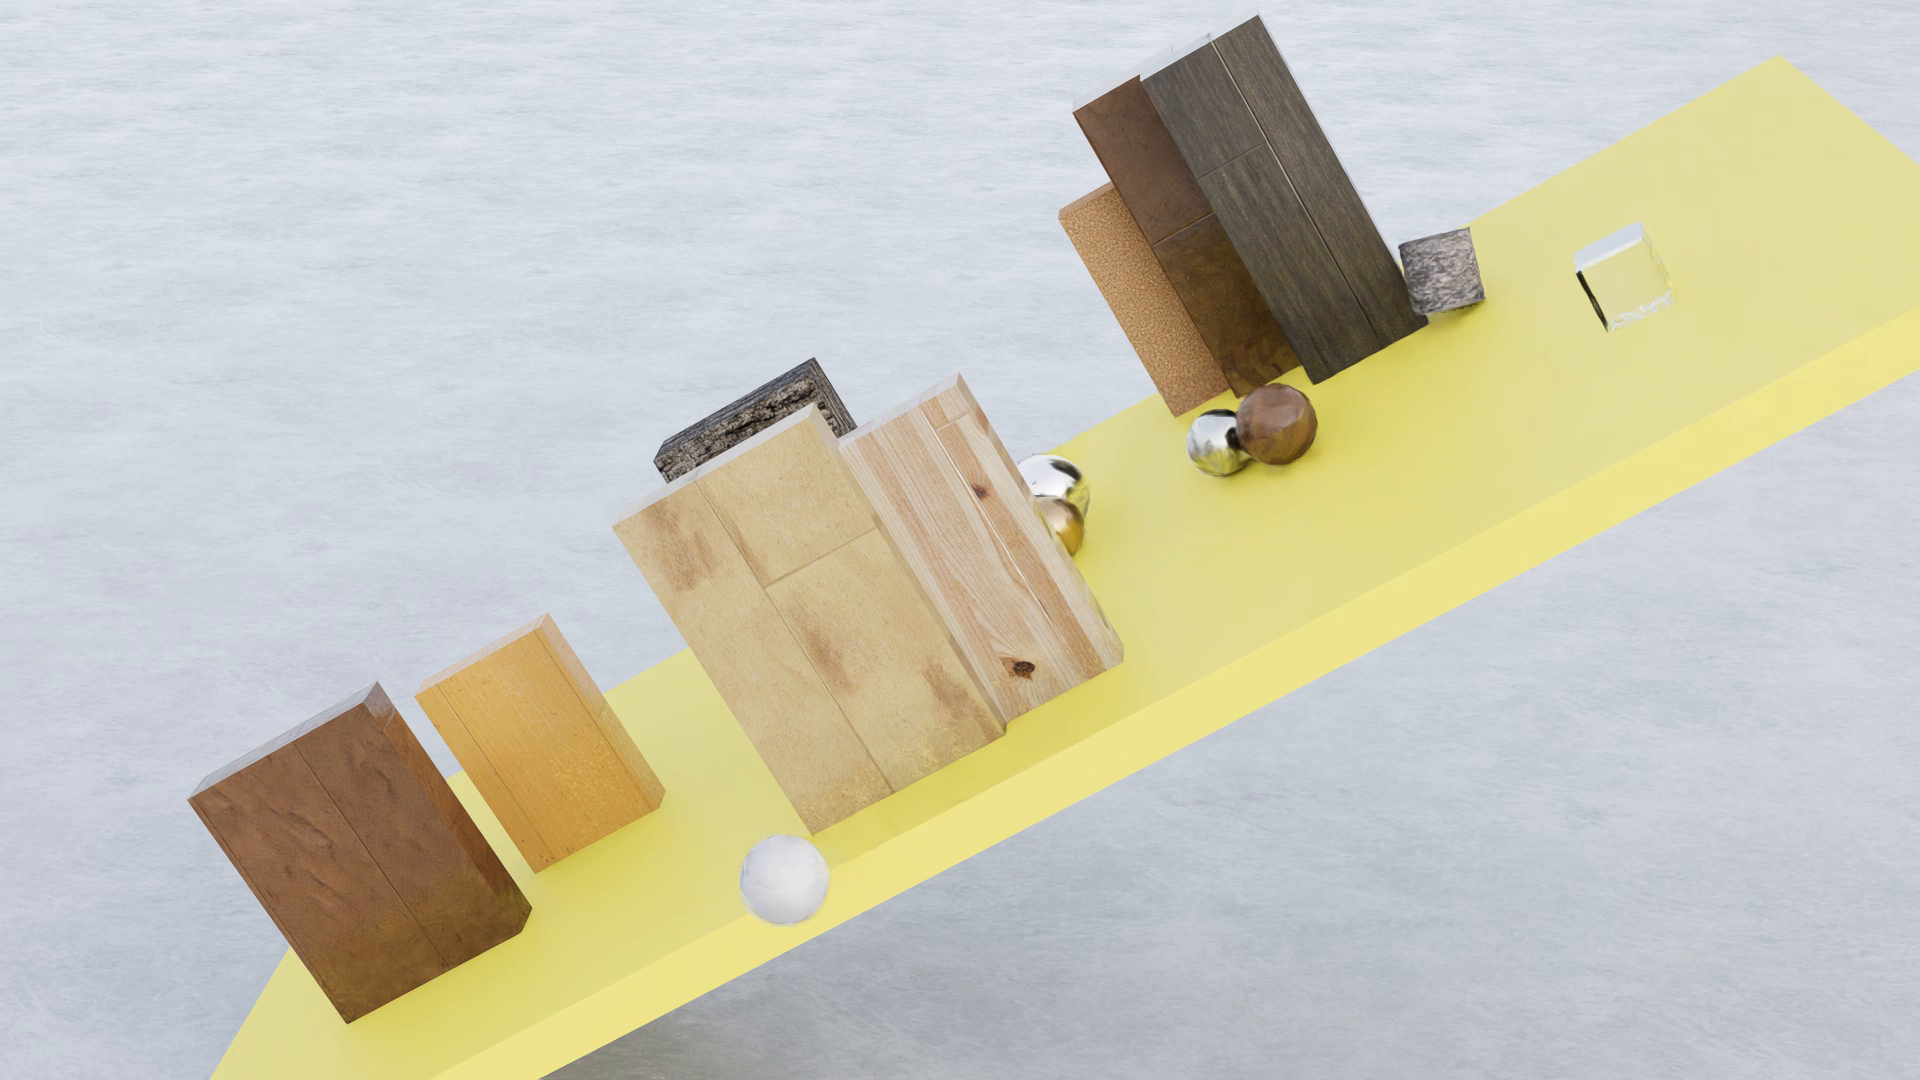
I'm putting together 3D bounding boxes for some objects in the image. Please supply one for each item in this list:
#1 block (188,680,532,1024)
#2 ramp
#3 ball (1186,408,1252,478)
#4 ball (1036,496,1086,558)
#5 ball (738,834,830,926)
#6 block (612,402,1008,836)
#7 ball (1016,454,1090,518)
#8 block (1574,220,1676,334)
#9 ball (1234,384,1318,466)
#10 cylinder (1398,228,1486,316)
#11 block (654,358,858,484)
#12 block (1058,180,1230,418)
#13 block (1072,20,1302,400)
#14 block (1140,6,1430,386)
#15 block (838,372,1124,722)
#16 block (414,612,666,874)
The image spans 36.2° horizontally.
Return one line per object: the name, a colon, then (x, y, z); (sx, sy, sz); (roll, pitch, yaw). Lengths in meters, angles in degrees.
block: (-1.242, 0.654, 6.111); (0.443, 0.588, 0.117); (-28, 15, 12)
ramp: (0.142, 0.168, 6.285); (4.000, 0.100, 2.000); (-28, 15, 12)
ball: (0.549, -0.205, 6.202); (0.145, 0.145, 0.145); (0, 19, 0)
ball: (0.193, -0.021, 6.306); (0.150, 0.150, 0.150); (0, 19, 0)
ball: (-0.317, 0.614, 5.315); (0.164, 0.164, 0.164); (0, 19, 0)
block: (-0.277, 0.155, 5.541); (0.429, 0.716, 0.102); (-28, 15, 12)
ball: (0.190, -0.094, 6.470); (0.190, 0.190, 0.190); (0, 19, 0)
block: (1.291, -0.511, 5.714); (0.140, 0.140, 0.140); (-26, 15, 20)
ball: (0.651, -0.239, 6.057); (0.169, 0.169, 0.169); (0, 19, 0)
cylinder: (1.037, -0.578, 6.332); (0.156, 0.156, 0.156); (-14, 5, 1)
block: (-0.318, -0.014, 6.333); (0.384, 0.642, 0.150); (-28, 15, 12)
block: (0.496, -0.594, 6.792); (0.306, 0.545, 0.100); (-28, 15, 12)
block: (0.600, -0.741, 6.641); (0.364, 0.759, 0.146); (-28, 15, 12)
block: (0.707, -0.744, 6.400); (0.285, 0.775, 0.125); (-28, 15, 12)
block: (-0.006, 0.045, 5.545); (0.372, 0.623, 0.089); (-28, 15, 12)
block: (-0.904, 0.441, 6.352); (0.323, 0.476, 0.094); (-28, 15, 12)
